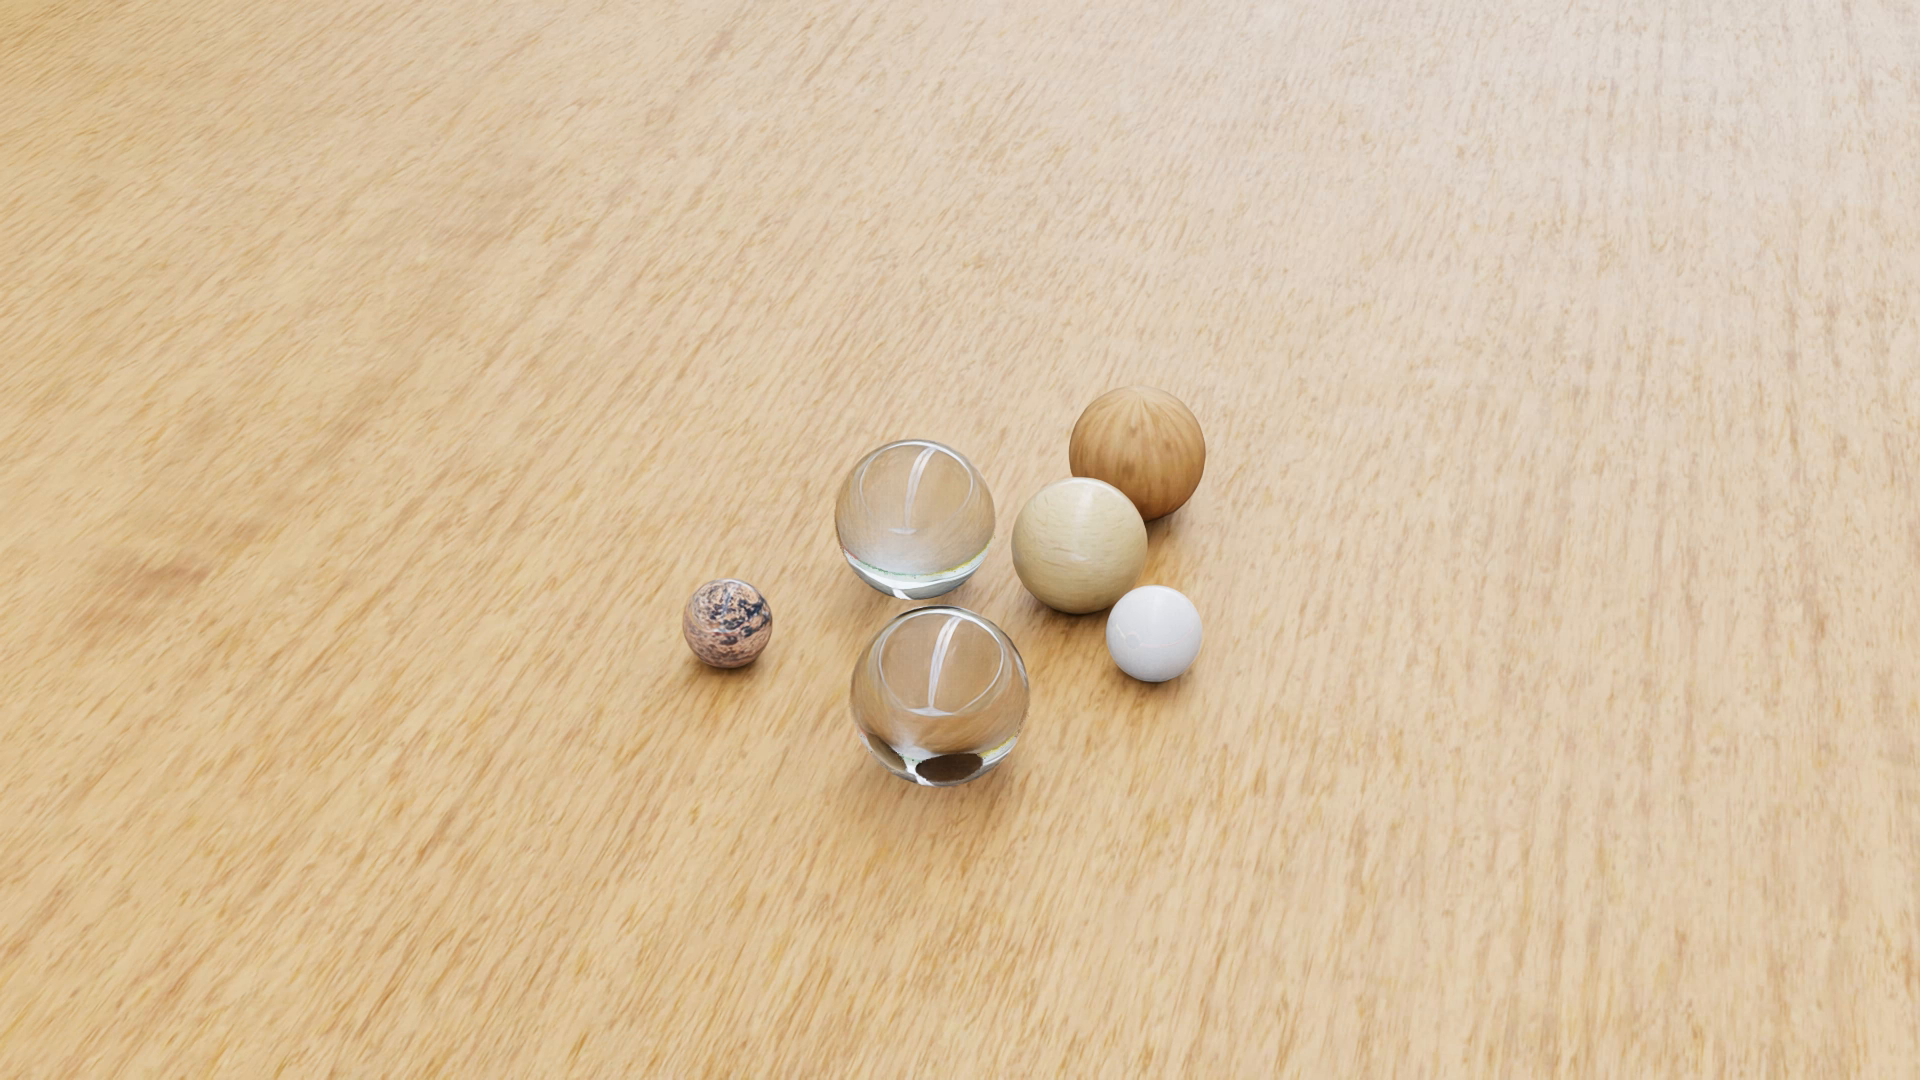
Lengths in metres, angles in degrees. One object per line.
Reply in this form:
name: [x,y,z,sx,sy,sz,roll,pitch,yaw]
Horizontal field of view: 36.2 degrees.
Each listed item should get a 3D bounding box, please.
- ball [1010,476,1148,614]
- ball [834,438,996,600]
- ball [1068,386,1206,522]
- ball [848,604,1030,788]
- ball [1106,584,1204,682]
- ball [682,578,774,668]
ball: [0.065,0.003,1.599,0.075,0.075,0.075,0,30,0]
ball: [-0.025,-0.011,1.610,0.089,0.089,0.089,0,30,0]
ball: [0.102,-0.049,1.685,0.079,0.079,0.079,0,30,0]
ball: [-0.010,0.077,1.457,0.090,0.090,0.090,0,30,0]
ball: [0.102,0.049,1.544,0.051,0.051,0.051,0,30,0]
ball: [-0.123,0.044,1.556,0.048,0.048,0.048,0,30,0]
